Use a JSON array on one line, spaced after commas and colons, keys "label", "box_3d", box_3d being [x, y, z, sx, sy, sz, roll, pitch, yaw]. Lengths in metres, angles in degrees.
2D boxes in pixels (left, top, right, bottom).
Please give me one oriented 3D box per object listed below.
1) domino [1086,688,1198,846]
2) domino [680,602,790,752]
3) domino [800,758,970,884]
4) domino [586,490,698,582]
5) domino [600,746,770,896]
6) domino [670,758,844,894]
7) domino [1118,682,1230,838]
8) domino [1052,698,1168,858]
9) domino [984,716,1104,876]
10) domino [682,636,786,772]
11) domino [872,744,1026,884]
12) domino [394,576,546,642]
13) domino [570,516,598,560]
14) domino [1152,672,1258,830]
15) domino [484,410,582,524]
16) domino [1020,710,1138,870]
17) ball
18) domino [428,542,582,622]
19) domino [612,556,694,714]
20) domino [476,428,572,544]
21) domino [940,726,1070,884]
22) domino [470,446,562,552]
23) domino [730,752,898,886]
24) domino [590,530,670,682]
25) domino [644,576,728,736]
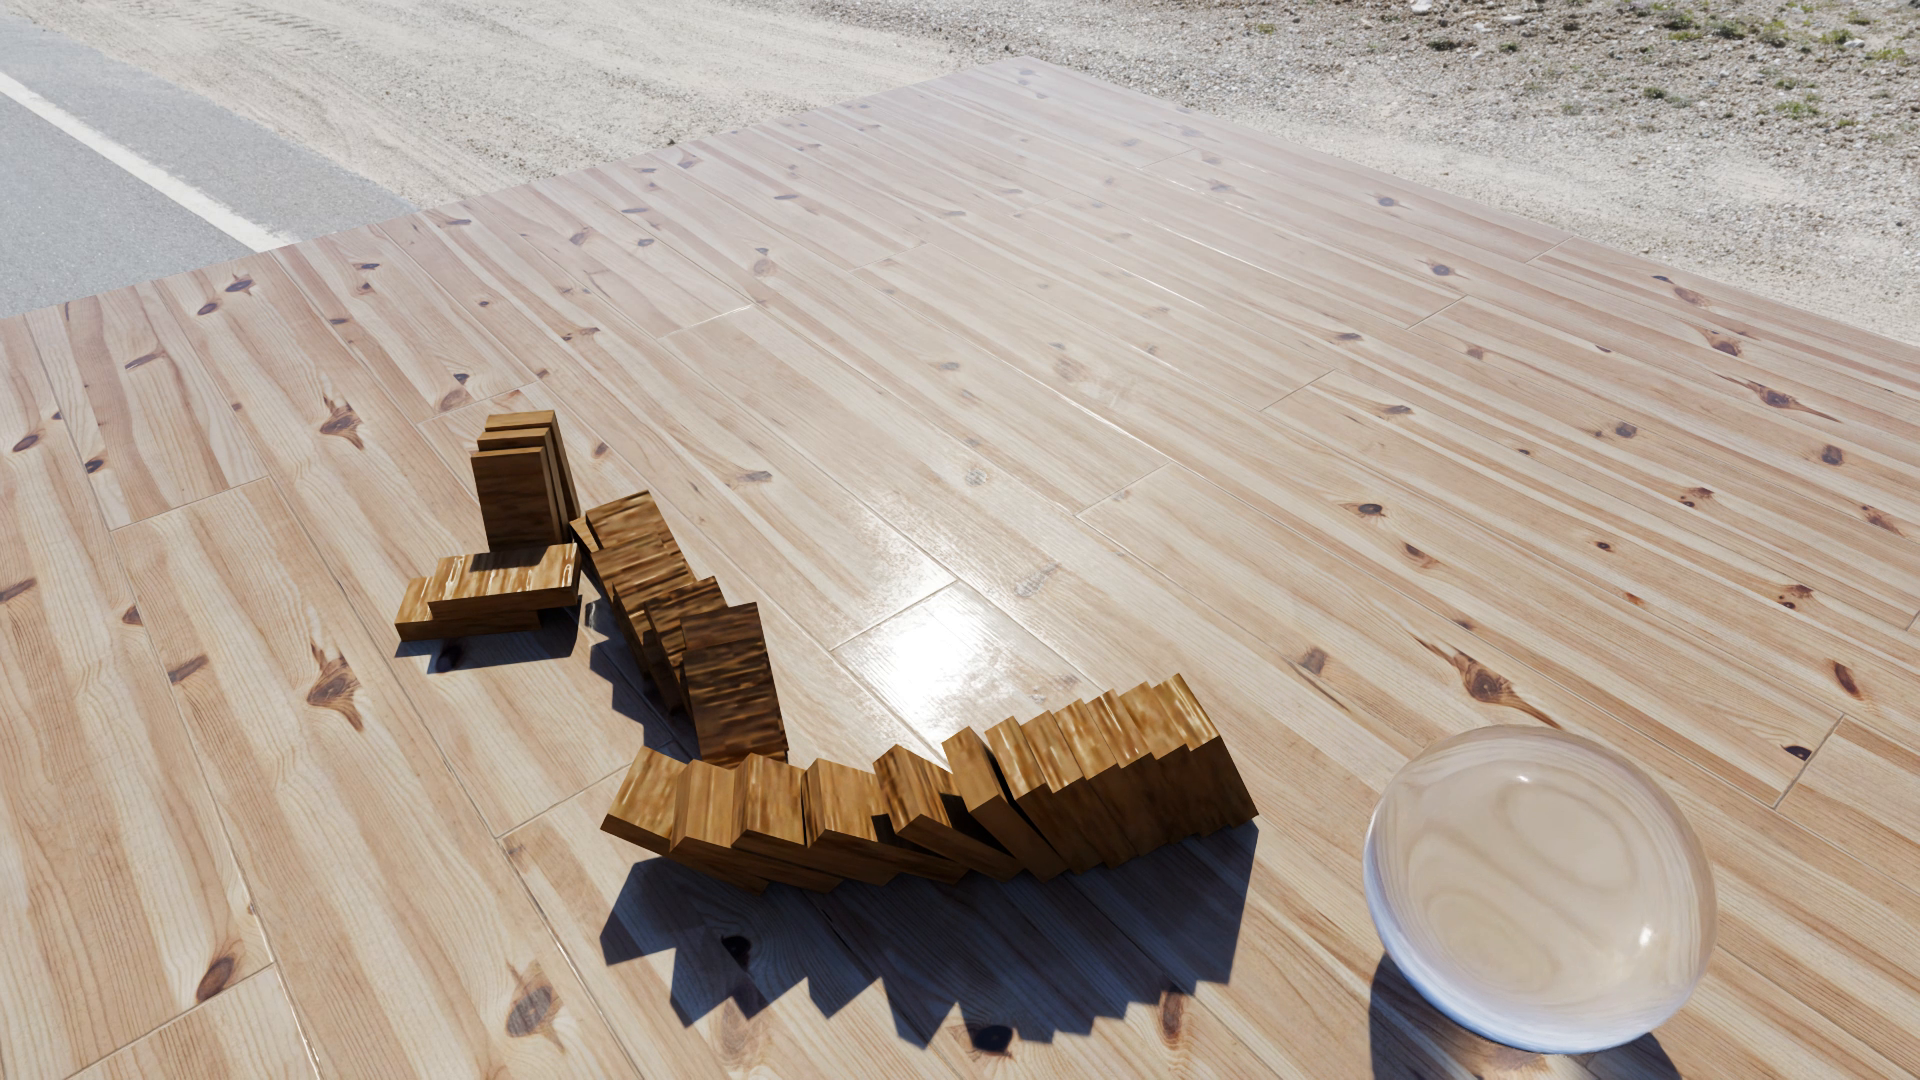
[{"label": "domino", "box_3d": [0.055, 0.068, 0.328, 0.009, 0.050, 0.025, -31, 43, 3]}, {"label": "domino", "box_3d": [-0.074, 0.048, 0.361, 0.025, 0.009, 0.050, -12, 81, -16]}, {"label": "domino", "box_3d": [-0.021, 0.082, 0.321, 0.050, 0.010, 0.025, 24, 30, -29]}, {"label": "domino", "box_3d": [-0.120, 0.007, 0.417, 0.025, 0.009, 0.050, -23, 70, -27]}, {"label": "domino", "box_3d": [-0.077, 0.083, 0.325, 0.050, 0.009, 0.025, 26, 39, -9]}, {"label": "domino", "box_3d": [-0.058, 0.083, 0.319, 0.050, 0.010, 0.025, 25, 36, -27]}, {"label": "domino", "box_3d": [0.065, 0.067, 0.331, 0.010, 0.050, 0.025, -31, 42, 3]}, {"label": "domino", "box_3d": [0.045, 0.071, 0.325, 0.009, 0.050, 0.025, -31, 43, 3]}, {"label": "domino", "box_3d": [0.025, 0.075, 0.320, 0.009, 0.050, 0.025, -31, 43, 3]}, {"label": "domino", "box_3d": [-0.071, 0.058, 0.349, 0.025, 0.009, 0.050, -11, 81, -13]}, {"label": "domino", "box_3d": [-0.002, 0.080, 0.318, 0.010, 0.050, 0.025, -41, 41, 13]}, {"label": "domino", "box_3d": [-0.182, 0.024, 0.414, 0.050, 0.010, 0.025, -5, 40, -6]}, {"label": "domino", "box_3d": [-0.133, 0.004, 0.438, 0.025, 0.010, 0.050, -25, 46, -28]}, {"label": "domino", "box_3d": [0.075, 0.065, 0.333, 0.010, 0.050, 0.025, -31, 43, 3]}, {"label": "domino", "box_3d": [-0.172, -0.028, 0.445, 0.025, 0.050, 0.010, -6, 38, -7]}, {"label": "domino", "box_3d": [0.035, 0.074, 0.322, 0.009, 0.050, 0.025, -31, 43, 3]}, {"label": "ball", "box_3d": [0.145, 0.088, 0.281, 0.080, 0.080, 0.080, 0, 39, 0]}, {"label": "domino", "box_3d": [-0.169, 0.015, 0.410, 0.050, 0.010, 0.025, -6, 40, -8]}, {"label": "domino", "box_3d": [-0.100, 0.033, 0.385, 0.025, 0.010, 0.050, -23, 73, -25]}, {"label": "domino", "box_3d": [-0.171, -0.018, 0.433, 0.025, 0.050, 0.009, -5, 25, -6]}, {"label": "domino", "box_3d": [0.014, 0.077, 0.318, 0.009, 0.050, 0.025, -33, 42, 5]}, {"label": "domino", "box_3d": [-0.169, -0.010, 0.423, 0.025, 0.050, 0.009, -6, 19, -7]}, {"label": "domino", "box_3d": [-0.041, 0.082, 0.320, 0.050, 0.009, 0.025, 25, 36, -28]}, {"label": "domino", "box_3d": [-0.112, 0.023, 0.399, 0.025, 0.010, 0.050, -22, 70, -24]}, {"label": "domino", "box_3d": [-0.086, 0.040, 0.374, 0.025, 0.009, 0.050, -21, 78, -24]}]
